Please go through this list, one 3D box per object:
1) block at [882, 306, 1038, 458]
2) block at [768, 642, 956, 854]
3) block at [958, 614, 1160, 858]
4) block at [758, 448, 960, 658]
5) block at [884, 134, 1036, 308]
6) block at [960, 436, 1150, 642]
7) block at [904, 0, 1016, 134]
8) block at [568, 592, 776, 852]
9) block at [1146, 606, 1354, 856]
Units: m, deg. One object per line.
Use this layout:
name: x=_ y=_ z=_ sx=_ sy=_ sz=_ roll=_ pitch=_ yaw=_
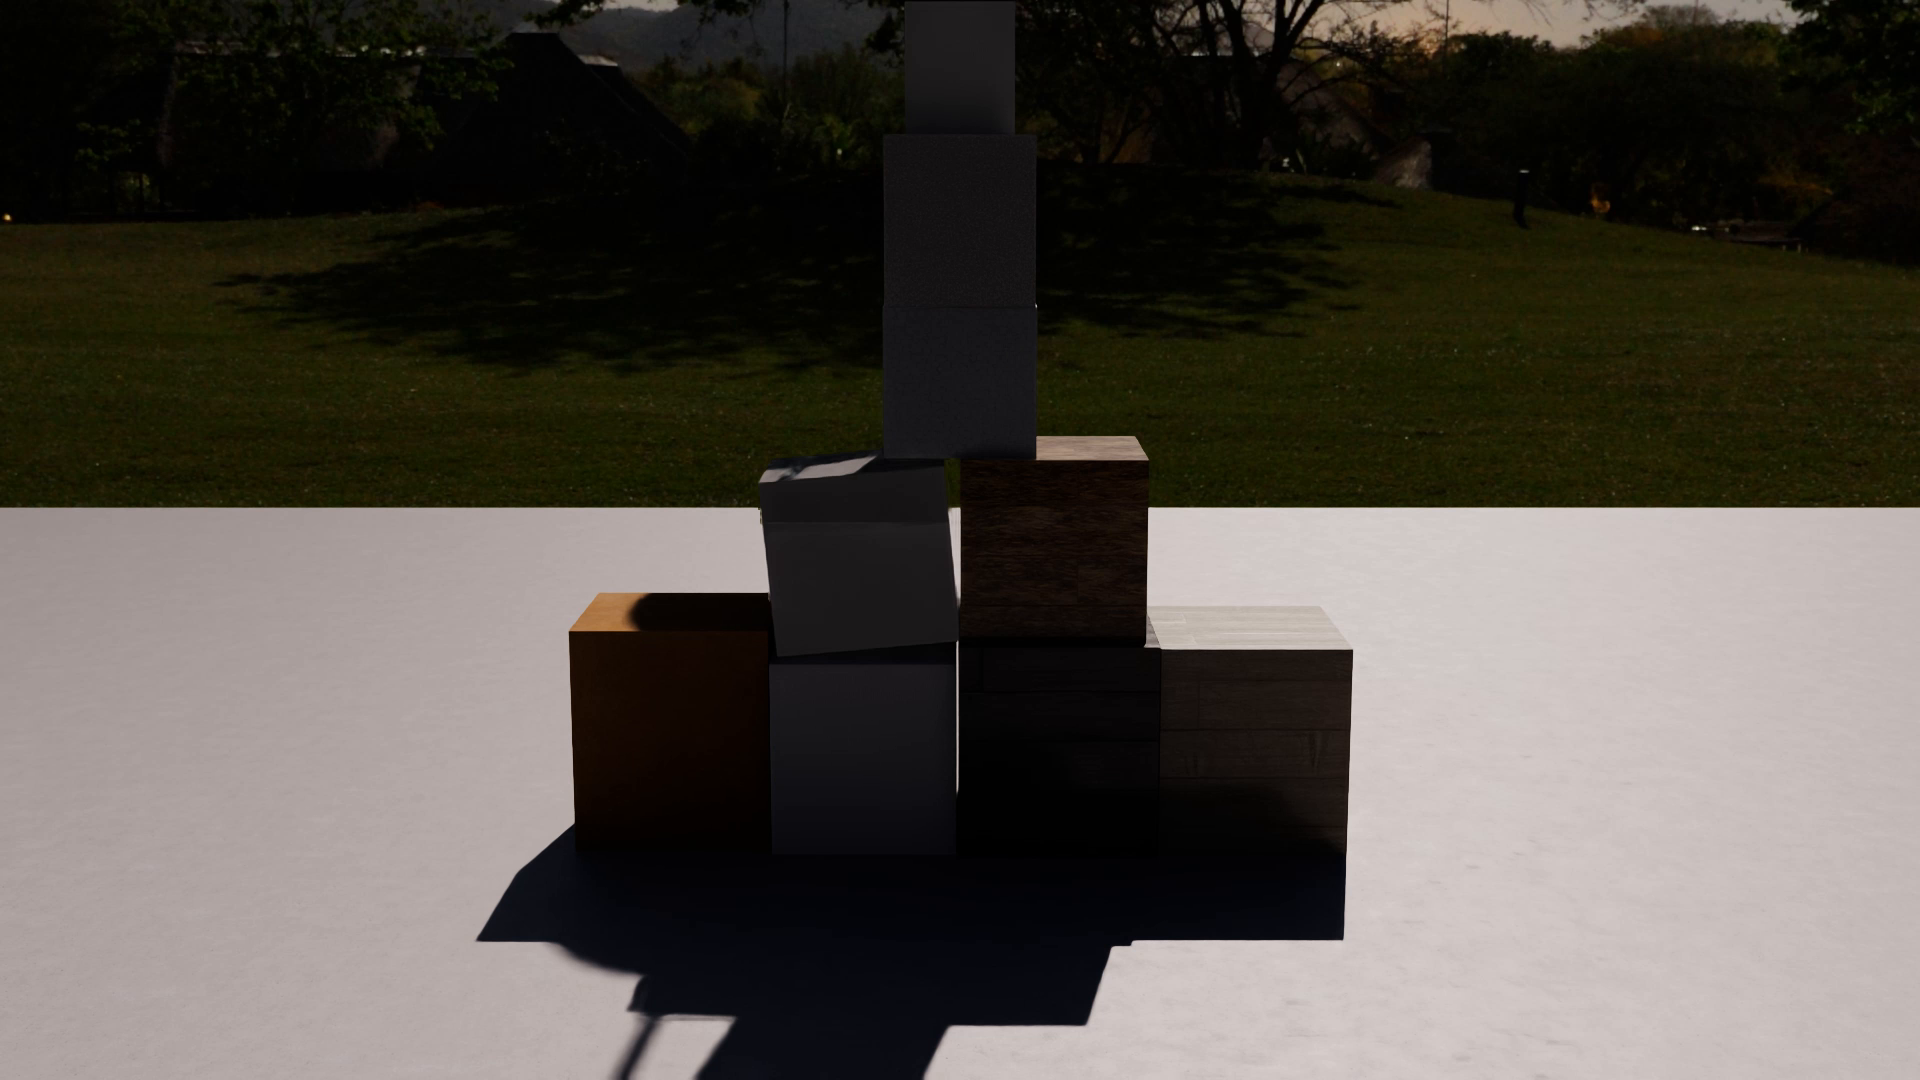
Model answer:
block: x=0.000 y=-0.828 z=11.035 sx=0.746 sy=0.735 sz=0.786 roll=0 pitch=10 yaw=0
block: x=-0.477 y=0.995 z=11.377 sx=0.918 sy=0.972 sz=1.043 roll=0 pitch=10 yaw=0
block: x=0.484 y=0.945 z=11.371 sx=0.984 sy=1.072 sz=1.179 roll=0 pitch=10 yaw=0
block: x=-0.490 y=0.036 z=11.168 sx=0.909 sy=0.874 sz=0.818 roll=-5 pitch=10 yaw=1
block: x=0.000 y=-1.595 z=10.907 sx=0.729 sy=0.819 sz=0.799 roll=0 pitch=10 yaw=0
block: x=0.460 y=-0.021 z=11.171 sx=0.914 sy=0.902 sz=0.879 roll=0 pitch=10 yaw=0
block: x=-0.001 y=-2.302 z=10.765 sx=0.527 sy=0.623 sz=0.525 roll=0 pitch=10 yaw=0
block: x=-1.435 y=0.919 z=11.360 sx=0.977 sy=1.128 sz=0.930 roll=0 pitch=10 yaw=0
block: x=1.454 y=0.960 z=11.345 sx=0.937 sy=1.051 sz=1.020 roll=0 pitch=10 yaw=0
